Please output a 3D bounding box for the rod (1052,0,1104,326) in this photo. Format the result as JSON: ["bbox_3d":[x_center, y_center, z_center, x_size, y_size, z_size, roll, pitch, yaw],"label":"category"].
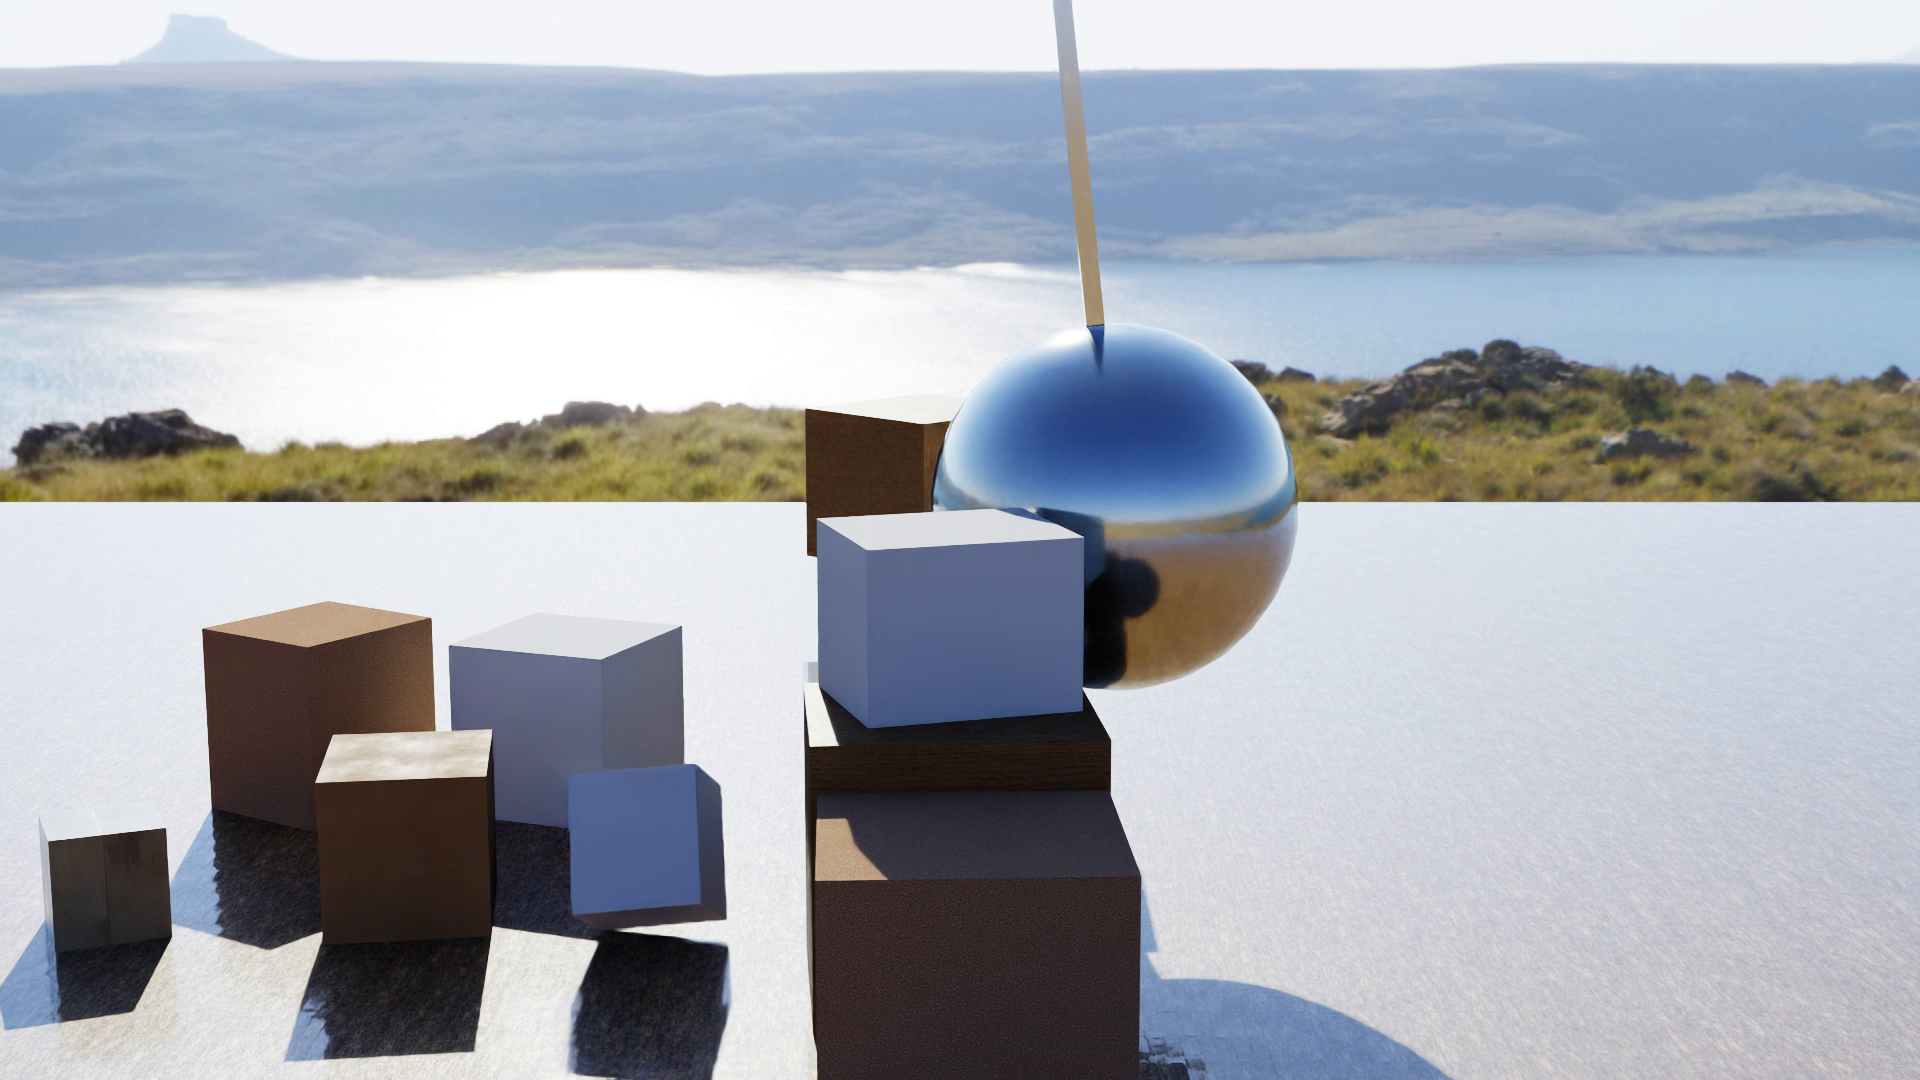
[{"bbox_3d":[0.290,-3.469,10.550,0.080,5.200,0.080,-6,10,1],"label":"rod"}]

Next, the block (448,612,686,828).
[{"bbox_3d":[-1.897,0.868,12.462,0.826,0.832,0.802,4,11,21],"label":"block"}]

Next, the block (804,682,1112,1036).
[{"bbox_3d":[-0.036,1.194,9.906,1.100,1.105,0.983,-1,10,-5],"label":"block"}]

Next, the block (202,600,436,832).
[{"bbox_3d":[-3.101,0.838,12.471,0.731,0.889,0.793,7,12,33],"label":"block"}]

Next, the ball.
[{"bbox_3d":[0.669,-0.145,11.154,1.600,1.600,1.600,0,10,0],"label":"ball"}]

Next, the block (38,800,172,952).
[{"bbox_3d":[-3.545,1.386,10.635,0.459,0.467,0.442,-5,11,-24],"label":"block"}]

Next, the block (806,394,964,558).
[{"bbox_3d":[-0.175,-0.286,12.686,0.833,0.739,0.826,10,14,44],"label":"block"}]

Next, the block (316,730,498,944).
[{"bbox_3d":[-2.322,1.239,10.838,0.679,0.684,0.766,-1,10,-8],"label":"block"}]

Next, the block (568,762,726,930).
[{"bbox_3d":[-1.271,1.256,10.464,0.521,0.565,0.516,-6,-16,5],"label":"block"}]

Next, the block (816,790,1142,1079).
[{"bbox_3d":[0.037,1.464,8.917,1.062,0.929,1.026,0,10,-3],"label":"block"}]

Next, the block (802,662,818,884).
[{"bbox_3d":[-0.183,1.085,10.886,0.936,0.970,0.940,-1,10,-5],"label":"block"}]

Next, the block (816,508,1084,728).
[{"bbox_3d":[-0.047,0.284,9.939,0.852,0.674,0.716,-3,11,-18],"label":"block"}]
